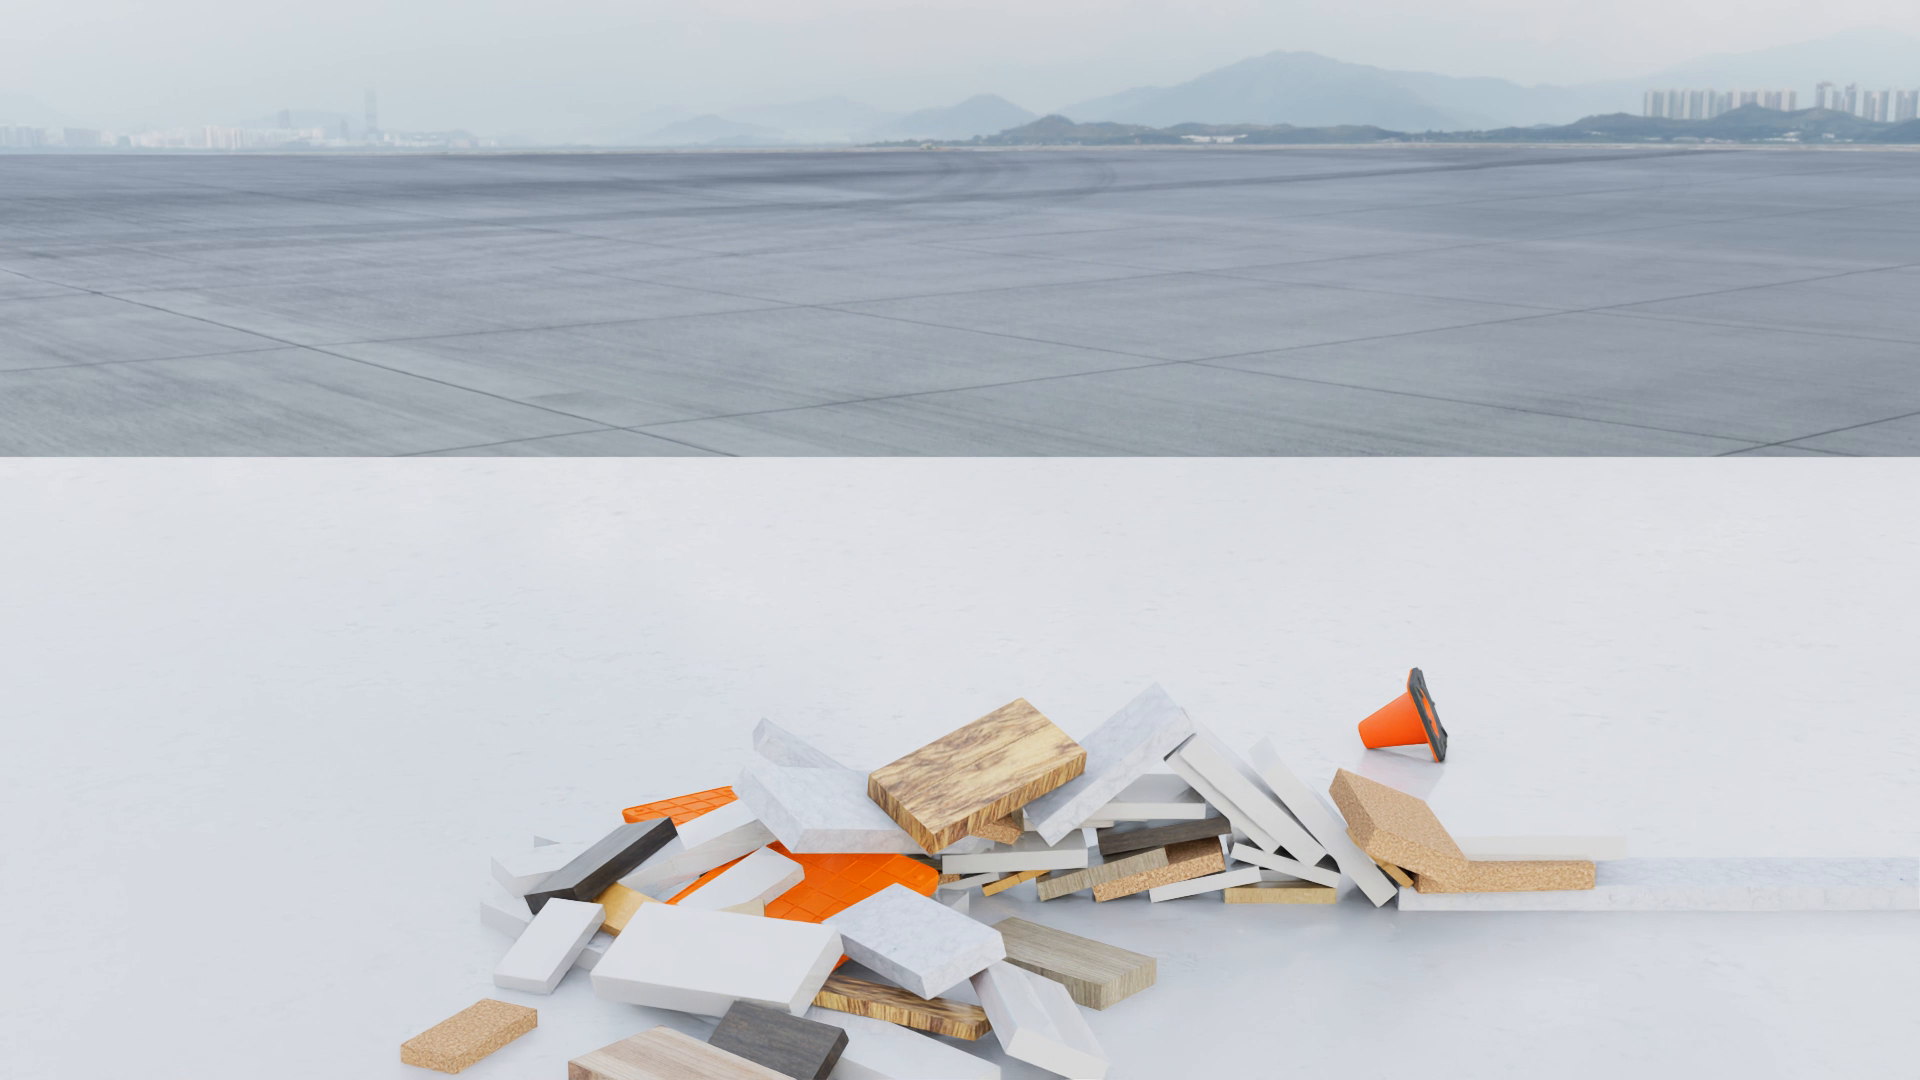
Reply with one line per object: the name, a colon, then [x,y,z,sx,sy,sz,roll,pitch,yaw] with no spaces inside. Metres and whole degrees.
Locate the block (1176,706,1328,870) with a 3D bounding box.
block: [0.470,0.407,3.621,0.301,0.043,0.150,42,8,-12]

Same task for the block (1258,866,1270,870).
block: [0.485,0.562,3.772,0.122,0.017,0.061,-4,11,-21]

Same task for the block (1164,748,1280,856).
block: [0.425,0.415,3.615,0.242,0.029,0.101,42,8,-12]

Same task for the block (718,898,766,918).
block: [-0.364,0.579,3.271,0.152,0.022,0.076,-13,22,-2]

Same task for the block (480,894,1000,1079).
block: [-0.359,0.655,3.220,1.031,0.036,0.126,10,15,44]

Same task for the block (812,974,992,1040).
block: [-0.172,0.644,3.129,0.468,0.022,0.076,7,8,26]

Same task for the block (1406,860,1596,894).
block: [0.880,0.535,3.624,0.291,0.041,0.145,-1,11,-4]

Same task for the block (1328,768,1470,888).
block: [0.713,0.467,3.597,0.161,0.046,0.321,22,10,-5]

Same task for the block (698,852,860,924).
block: [-0.291,0.563,3.538,0.255,0.036,0.127,-2,38,-1]

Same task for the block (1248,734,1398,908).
block: [0.601,0.464,3.649,0.043,0.301,0.150,-41,8,7]

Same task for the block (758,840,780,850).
block: [-0.292,0.532,3.813,0.091,0.026,0.182,-1,0,-18]

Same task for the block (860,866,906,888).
block: [-0.159,0.565,3.687,0.126,0.018,0.063,-9,11,10]

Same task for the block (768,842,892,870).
block: [-0.240,0.529,3.662,0.255,0.036,0.127,-23,28,-25]

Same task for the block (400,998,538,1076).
block: [-0.682,0.690,3.061,0.092,0.026,0.184,5,12,26]

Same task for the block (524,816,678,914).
block: [-0.573,0.520,3.522,0.119,0.034,0.239,-15,12,38]

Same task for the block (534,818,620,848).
block: [-0.610,0.541,3.837,0.251,0.036,0.126,8,13,37]

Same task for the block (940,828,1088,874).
block: [0.086,0.508,3.660,0.239,0.034,0.119,-2,19,-4]

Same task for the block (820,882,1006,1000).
block: [-0.070,0.577,3.183,0.138,0.039,0.276,-24,20,-29]

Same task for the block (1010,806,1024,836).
block: [0.077,0.414,3.627,0.021,0.149,0.075,-19,41,-16]

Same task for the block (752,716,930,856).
block: [-0.190,0.410,3.656,0.344,0.034,0.119,32,4,-11]

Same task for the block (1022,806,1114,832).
block: [0.179,0.463,3.686,0.149,0.021,0.075,-3,10,-2]

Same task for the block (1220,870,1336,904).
block: [0.529,0.578,3.665,0.184,0.026,0.092,0,11,0]

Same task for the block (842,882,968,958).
block: [-0.093,0.606,3.484,0.127,0.036,0.255,4,11,22]

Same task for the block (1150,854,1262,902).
block: [0.404,0.558,3.663,0.184,0.026,0.092,-12,10,4]

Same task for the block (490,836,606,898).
block: [-0.638,0.538,3.655,0.251,0.036,0.126,-6,12,-29]

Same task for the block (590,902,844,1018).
block: [-0.347,0.604,3.142,0.323,0.046,0.162,3,32,24]

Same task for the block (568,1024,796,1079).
block: [-0.344,0.718,2.857,0.321,0.046,0.161,9,14,41]

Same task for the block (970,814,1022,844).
block: [-0.006,0.436,3.570,0.202,0.029,0.101,18,18,-34]

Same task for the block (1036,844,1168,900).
block: [0.234,0.539,3.664,0.219,0.031,0.109,-16,10,3]

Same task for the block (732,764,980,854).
block: [-0.156,0.428,3.475,0.425,0.046,0.162,10,24,-50]

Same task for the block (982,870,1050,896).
block: [0.093,0.558,3.676,0.115,0.016,0.058,-23,10,3]

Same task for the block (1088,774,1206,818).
block: [0.299,0.423,3.638,0.202,0.029,0.101,1,23,-3]

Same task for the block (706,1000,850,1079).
block: [-0.250,0.684,2.967,0.184,0.026,0.092,6,45,32]

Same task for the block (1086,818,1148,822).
block: [0.235,0.439,3.662,0.149,0.021,0.075,1,23,0]

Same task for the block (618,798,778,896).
block: [-0.393,0.481,3.558,0.323,0.046,0.162,-24,11,-3]

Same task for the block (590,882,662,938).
block: [-0.516,0.578,3.400,0.076,0.022,0.152,-37,31,-32]

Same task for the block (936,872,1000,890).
block: [0.007,0.566,3.681,0.115,0.016,0.058,-14,10,-1]

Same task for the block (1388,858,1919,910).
block: [1.273,0.571,3.658,1.114,0.041,0.145,0,11,0]

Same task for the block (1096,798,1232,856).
block: [0.336,0.476,3.666,0.219,0.031,0.109,-10,10,2]

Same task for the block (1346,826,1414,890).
block: [0.684,0.515,3.585,0.122,0.017,0.061,41,8,-10]

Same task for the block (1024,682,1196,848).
block: [0.236,0.364,3.596,0.301,0.043,0.150,-39,20,1]

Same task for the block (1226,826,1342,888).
block: [0.537,0.526,3.657,0.184,0.026,0.092,17,11,-1]

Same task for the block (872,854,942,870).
block: [-0.081,0.533,3.690,0.126,0.018,0.063,0,12,6]

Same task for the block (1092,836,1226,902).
block: [0.329,0.543,3.663,0.219,0.031,0.109,-16,10,7]

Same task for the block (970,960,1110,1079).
block: [0.105,0.659,3.037,0.138,0.039,0.276,24,5,-14]

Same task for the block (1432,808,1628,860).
block: [0.940,0.489,3.651,0.291,0.041,0.145,0,11,-1]

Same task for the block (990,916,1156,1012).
block: [0.143,0.636,3.314,0.276,0.039,0.138,9,14,39]

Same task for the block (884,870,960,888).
block: [-0.064,0.564,3.681,0.126,0.018,0.063,-13,10,2]

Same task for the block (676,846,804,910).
block: [-0.338,0.542,3.396,0.091,0.026,0.182,19,37,41]

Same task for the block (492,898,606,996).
block: [-0.619,0.612,3.321,0.092,0.026,0.184,4,30,20]

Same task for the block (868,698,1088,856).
block: [0.029,0.372,3.510,0.321,0.046,0.161,-24,47,-33]
